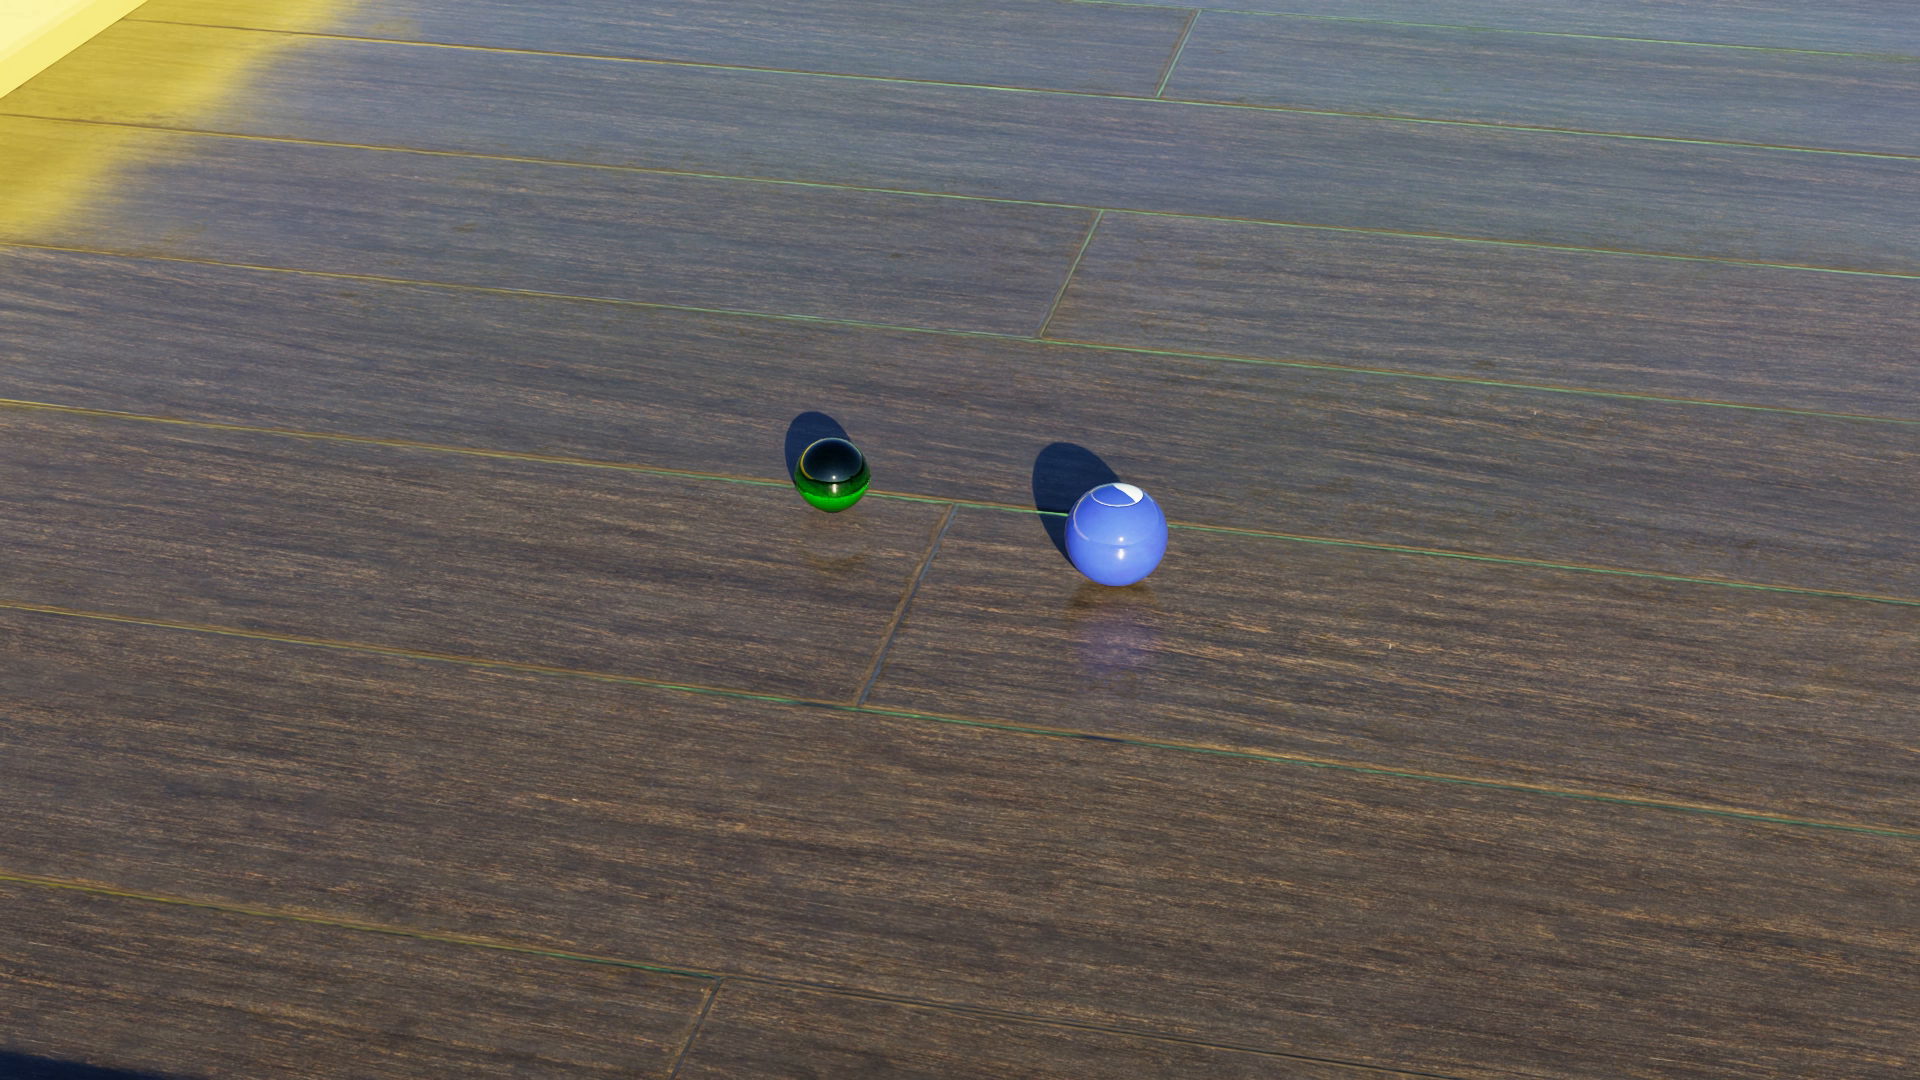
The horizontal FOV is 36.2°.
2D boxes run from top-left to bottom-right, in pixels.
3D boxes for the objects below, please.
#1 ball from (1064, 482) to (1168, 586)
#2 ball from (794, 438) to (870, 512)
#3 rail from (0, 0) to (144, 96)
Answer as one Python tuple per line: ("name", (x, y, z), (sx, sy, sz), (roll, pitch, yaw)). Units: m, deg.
("ball", (0.092, -0.003, 1.728), (0.061, 0.061, 0.061), (0, 28, 0))
("ball", (-0.079, -0.040, 1.813), (0.046, 0.046, 0.046), (0, 28, 0))
("rail", (-0.737, -0.529, 2.642), (0.045, 0.118, 3.463), (6, 29, 11))
